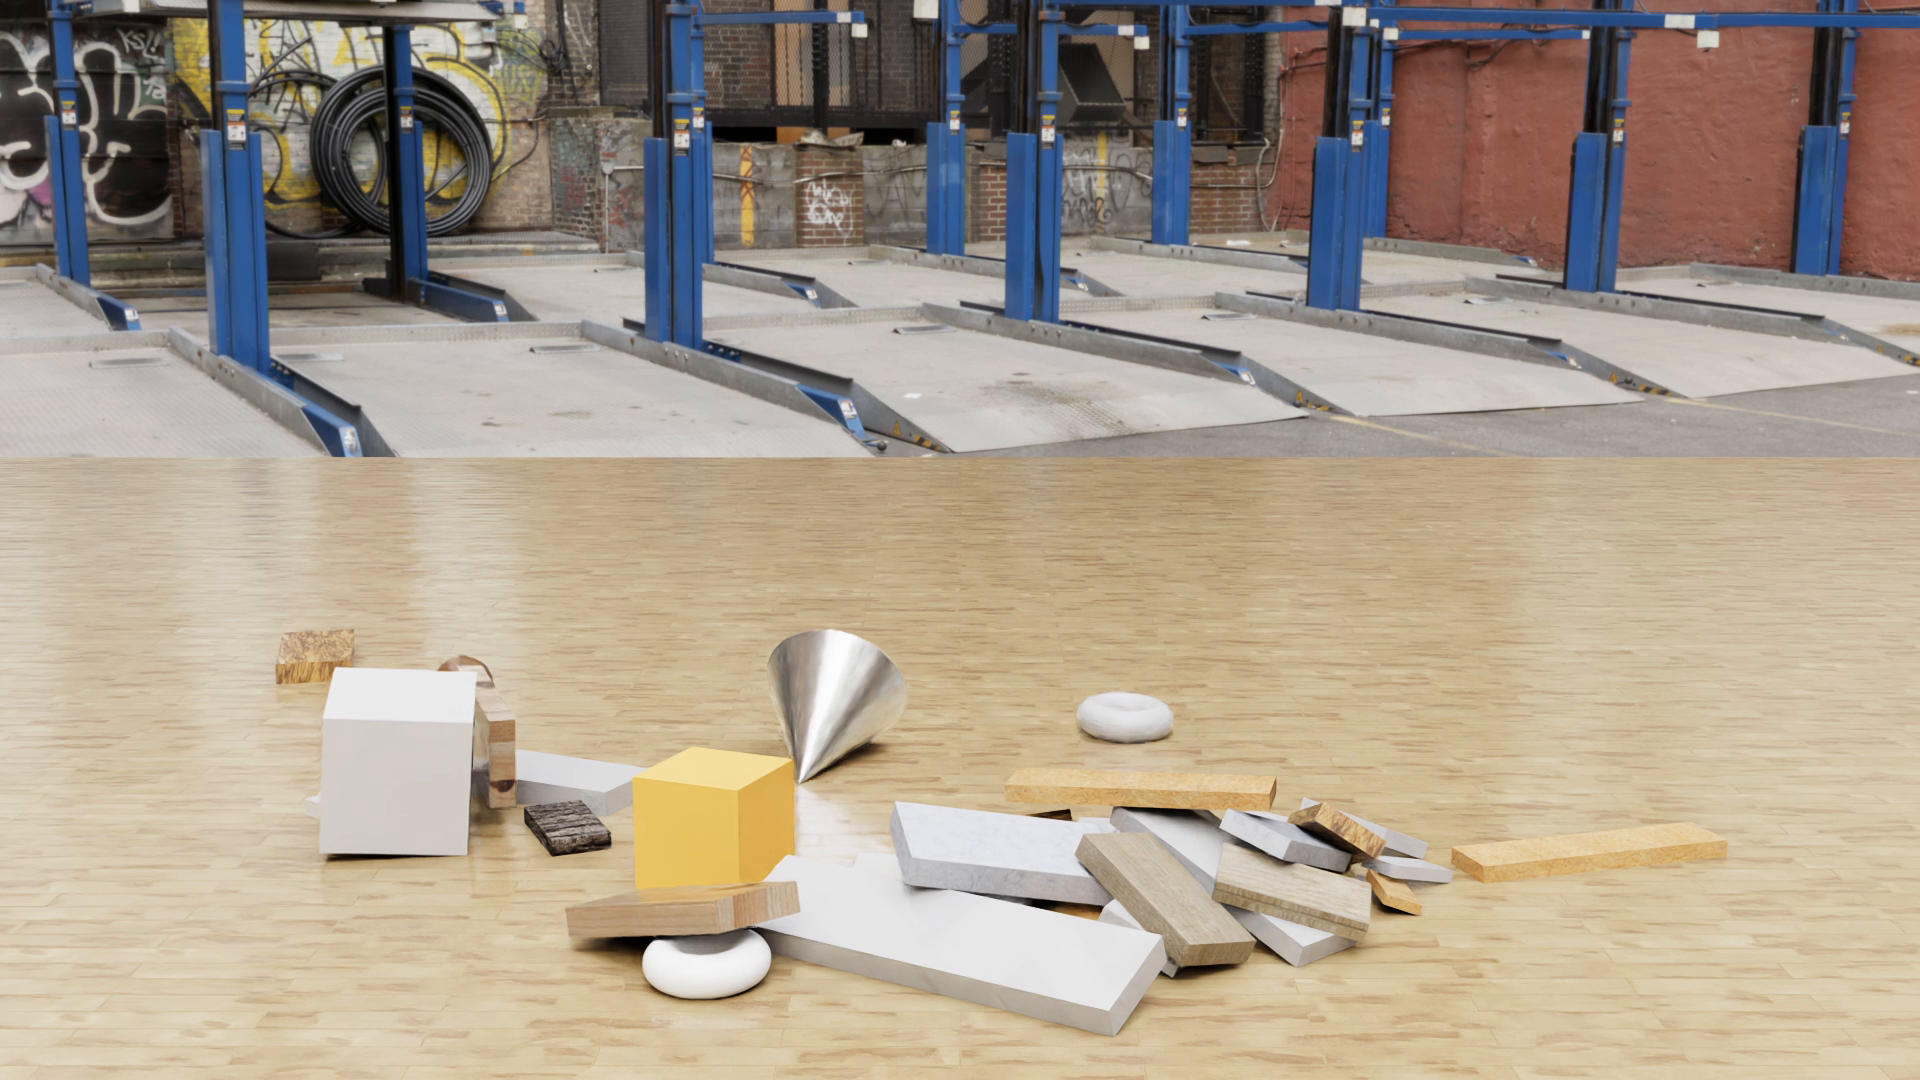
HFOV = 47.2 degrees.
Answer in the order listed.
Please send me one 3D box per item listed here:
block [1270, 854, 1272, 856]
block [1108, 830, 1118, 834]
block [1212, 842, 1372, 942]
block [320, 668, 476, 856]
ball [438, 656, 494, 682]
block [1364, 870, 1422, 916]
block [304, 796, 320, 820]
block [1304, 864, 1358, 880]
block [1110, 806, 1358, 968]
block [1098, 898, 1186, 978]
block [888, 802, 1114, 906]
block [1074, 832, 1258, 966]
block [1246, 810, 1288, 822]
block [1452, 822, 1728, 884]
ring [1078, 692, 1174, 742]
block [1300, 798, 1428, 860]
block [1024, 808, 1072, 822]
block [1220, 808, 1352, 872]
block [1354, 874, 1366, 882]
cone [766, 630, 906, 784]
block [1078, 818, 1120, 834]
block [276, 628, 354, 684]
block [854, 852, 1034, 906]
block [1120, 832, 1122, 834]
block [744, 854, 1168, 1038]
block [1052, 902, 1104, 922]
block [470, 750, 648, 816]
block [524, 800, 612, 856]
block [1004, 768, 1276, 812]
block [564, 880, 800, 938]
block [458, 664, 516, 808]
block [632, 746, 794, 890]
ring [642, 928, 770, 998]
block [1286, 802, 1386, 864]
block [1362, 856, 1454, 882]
[{"bbox_3d":[0.489,0.554,3.635,0.125,0.018,0.063,-33,9,5],"label":"block"},{"bbox_3d":[0.192,0.541,3.697,0.169,0.024,0.085,-21,11,4],"label":"block"},{"bbox_3d":[0.518,0.548,3.428,0.239,0.034,0.120,15,24,6],"label":"block"},{"bbox_3d":[-0.998,0.392,3.919,0.250,0.250,0.250,3,17,-12],"label":"block"},{"bbox_3d":[-1.078,0.318,4.769,0.133,0.133,0.133,0,11,0],"label":"ball"},{"bbox_3d":[0.713,0.580,3.621,0.063,0.018,0.125,19,9,-7],"label":"block"},{"bbox_3d":[-1.102,0.501,4.066,0.213,0.030,0.107,8,13,38],"label":"block"},{"bbox_3d":[0.578,0.561,3.649,0.148,0.021,0.074,-1,11,-1],"label":"block"},{"bbox_3d":[0.435,0.531,3.516,0.141,0.040,0.424,-10,33,-40],"label":"block"},{"bbox_3d":[0.335,0.585,3.438,0.141,0.040,0.283,30,21,21],"label":"block"},{"bbox_3d":[0.070,0.495,3.474,0.342,0.048,0.171,8,21,-15],"label":"block"},{"bbox_3d":[0.314,0.550,3.388,0.141,0.040,0.283,5,26,-38],"label":"block"},{"bbox_3d":[0.579,0.528,3.920,0.216,0.031,0.108,10,14,42],"label":"block"},{"bbox_3d":[1.099,0.544,3.834,0.481,0.031,0.108,-3,11,-17],"label":"block"},{"bbox_3d":[0.349,0.374,4.642,0.204,0.068,0.204,3,12,-1],"label":"ring"},{"bbox_3d":[0.714,0.511,3.900,0.108,0.031,0.216,22,-3,-34],"label":"block"},{"bbox_3d":[0.048,0.528,3.630,0.293,0.042,0.147,-8,35,-1],"label":"block"},{"bbox_3d":[0.531,0.489,3.570,0.120,0.034,0.257,25,2,34],"label":"block"},{"bbox_3d":[0.603,0.580,3.667,0.148,0.021,0.074,0,11,1],"label":"block"},{"bbox_3d":[-0.284,0.388,4.396,0.296,0.296,0.296,2,37,13],"label":"cone"},{"bbox_3d":[0.258,0.536,3.876,0.105,0.030,0.210,1,11,6],"label":"block"},{"bbox_3d":[-1.532,0.275,5.234,0.167,0.047,0.335,-3,11,-14],"label":"block"},{"bbox_3d":[-0.037,0.573,3.503,0.293,0.042,0.147,3,33,14],"label":"block"},{"bbox_3d":[0.358,0.497,3.648,0.169,0.024,0.085,15,24,20],"label":"block"},{"bbox_3d":[-0.031,0.602,3.315,0.677,0.048,0.171,7,33,32],"label":"block"},{"bbox_3d":[0.217,0.609,3.453,0.147,0.042,0.293,5,12,26],"label":"block"},{"bbox_3d":[-0.802,0.461,4.234,0.403,0.047,0.167,5,12,25],"label":"block"},{"bbox_3d":[-0.709,0.519,3.969,0.107,0.030,0.213,-5,11,-23],"label":"block"},{"bbox_3d":[0.297,0.410,3.616,0.434,0.030,0.105,0,10,14],"label":"block"},{"bbox_3d":[-0.427,0.567,3.373,0.342,0.048,0.171,-10,-4,40],"label":"block"},{"bbox_3d":[-0.895,0.366,4.150,0.047,0.167,0.335,-3,15,-22],"label":"block"},{"bbox_3d":[-0.414,0.480,3.717,0.198,0.198,0.198,4,11,23],"label":"block"},{"bbox_3d":[-0.379,0.629,3.289,0.192,0.064,0.192,-1,11,0],"label":"ring"},{"bbox_3d":[0.626,0.496,3.691,0.120,0.034,0.239,32,-12,2],"label":"block"},{"bbox_3d":[0.754,0.554,3.705,0.148,0.021,0.074,11,2,-38],"label":"block"}]
